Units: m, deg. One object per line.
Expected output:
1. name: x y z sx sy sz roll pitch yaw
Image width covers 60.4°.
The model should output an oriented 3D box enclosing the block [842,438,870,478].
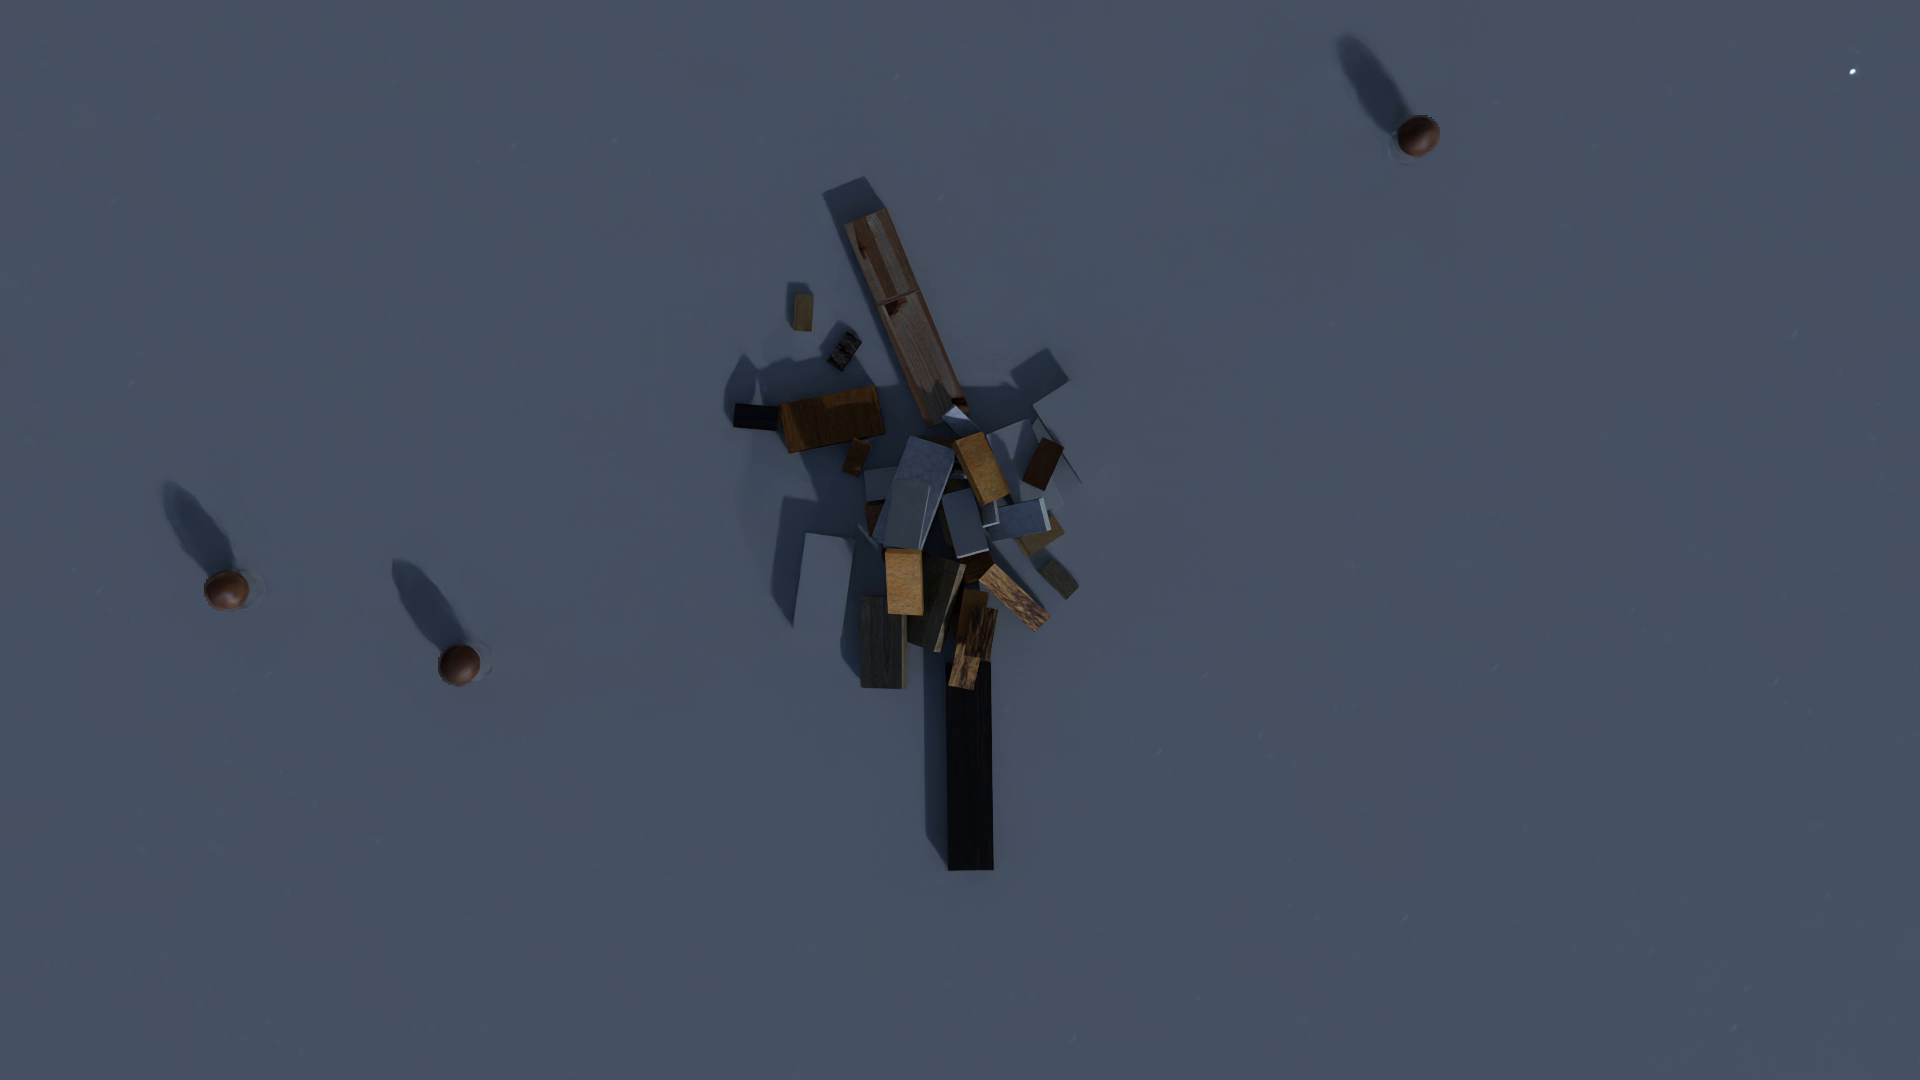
1. block: -0.344 -0.273 5.467 0.060 0.017 0.121 23 114 0

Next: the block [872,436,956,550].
1. block: -0.148 -0.147 5.400 0.163 0.046 0.368 18 74 7

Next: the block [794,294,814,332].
1. block: -0.520 -0.755 5.491 0.060 0.017 0.121 3 90 0

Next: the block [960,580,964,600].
1. block: 0.022 0.158 5.467 0.052 0.015 0.104 -9 61 -3

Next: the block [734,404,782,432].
1. block: -0.672 -0.407 5.465 0.159 0.023 0.080 6 90 18

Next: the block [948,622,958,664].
1. block: 0.002 0.324 5.486 0.084 0.024 0.167 -2 88 0

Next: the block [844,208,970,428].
1. block: -0.176 -0.735 5.478 0.154 0.044 0.727 -22 90 0

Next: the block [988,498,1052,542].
1. block: 0.189 -0.066 5.425 0.214 0.030 0.107 -11 96 33

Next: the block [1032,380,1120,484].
1. block: 0.386 -0.359 5.478 0.154 0.044 0.308 -33 90 0

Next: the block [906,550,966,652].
1. block: -0.096 0.202 5.437 0.151 0.043 0.302 18 93 28

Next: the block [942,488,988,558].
1. block: 0.015 -0.056 5.413 0.108 0.030 0.215 -15 75 0

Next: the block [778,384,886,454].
1. block: -0.424 -0.400 5.477 0.326 0.046 0.163 -12 90 0

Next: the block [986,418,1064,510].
1. block: 0.211 -0.232 5.469 0.154 0.044 0.308 -22 90 -8

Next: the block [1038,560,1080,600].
1. block: 0.329 0.131 5.491 0.130 0.018 0.065 45 90 0

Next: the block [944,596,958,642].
1. block: -0.065 0.245 5.462 0.084 0.024 0.168 15 92 39

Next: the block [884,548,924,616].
1. block: -0.179 0.136 5.331 0.113 0.032 0.227 3 119 8

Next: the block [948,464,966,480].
1. block: -0.030 -0.230 5.473 0.122 0.017 0.061 -1 49 0

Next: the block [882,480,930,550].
1. block: -0.172 -0.078 5.338 0.113 0.032 0.227 8 73 4

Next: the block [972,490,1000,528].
1. block: 0.084 -0.121 5.452 0.076 0.022 0.152 -16 72 30

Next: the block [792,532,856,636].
1. block: -0.451 0.148 5.477 0.163 0.046 0.326 8 90 0

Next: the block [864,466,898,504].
1. block: -0.205 -0.189 5.465 0.214 0.030 0.107 -7 74 3

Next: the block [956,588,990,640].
1. block: 0.041 0.248 5.418 0.084 0.024 0.167 9 89 -1

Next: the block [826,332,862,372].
1. block: -0.385 -0.627 5.491 0.060 0.017 0.121 35 90 0

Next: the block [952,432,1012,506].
1. block: 0.070 -0.235 5.420 0.113 0.032 0.227 -22 84 -32

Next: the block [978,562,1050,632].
1. block: 0.178 0.189 5.439 0.076 0.022 0.278 -47 111 0

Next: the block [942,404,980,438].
1. block: 0.001 -0.388 5.460 0.061 0.017 0.121 -42 117 10

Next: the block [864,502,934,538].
1. block: -0.201 -0.074 5.459 0.214 0.030 0.107 -6 107 6

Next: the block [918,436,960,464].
1. block: -0.061 -0.301 5.479 0.159 0.023 0.080 6 90 7

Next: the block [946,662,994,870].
1. block: 0.031 0.751 5.479 0.151 0.043 0.686 -1 90 0

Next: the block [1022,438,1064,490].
1. block: 0.274 -0.250 5.439 0.080 0.023 0.159 25 88 -5

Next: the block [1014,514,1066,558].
1. block: 0.266 -0.013 5.489 0.152 0.022 0.076 -33 90 0

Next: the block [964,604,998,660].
1. block: 0.068 0.302 5.376 0.084 0.024 0.168 10 77 -2

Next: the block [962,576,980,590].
1. block: 0.036 0.129 5.451 0.052 0.015 0.104 -7 75 -1

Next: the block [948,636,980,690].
1. block: 0.020 0.405 5.418 0.084 0.024 0.168 11 109 -2

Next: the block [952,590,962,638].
1. block: 0.013 0.240 5.464 0.084 0.024 0.167 -5 73 -1

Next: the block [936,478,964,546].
1. block: -0.022 -0.096 5.458 0.108 0.030 0.215 -17 75 0

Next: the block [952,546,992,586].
1. block: 0.033 0.029 5.453 0.108 0.030 0.215 -22 74 -2

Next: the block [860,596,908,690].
1. block: -0.252 0.338 5.451 0.151 0.043 0.302 0 90 23
